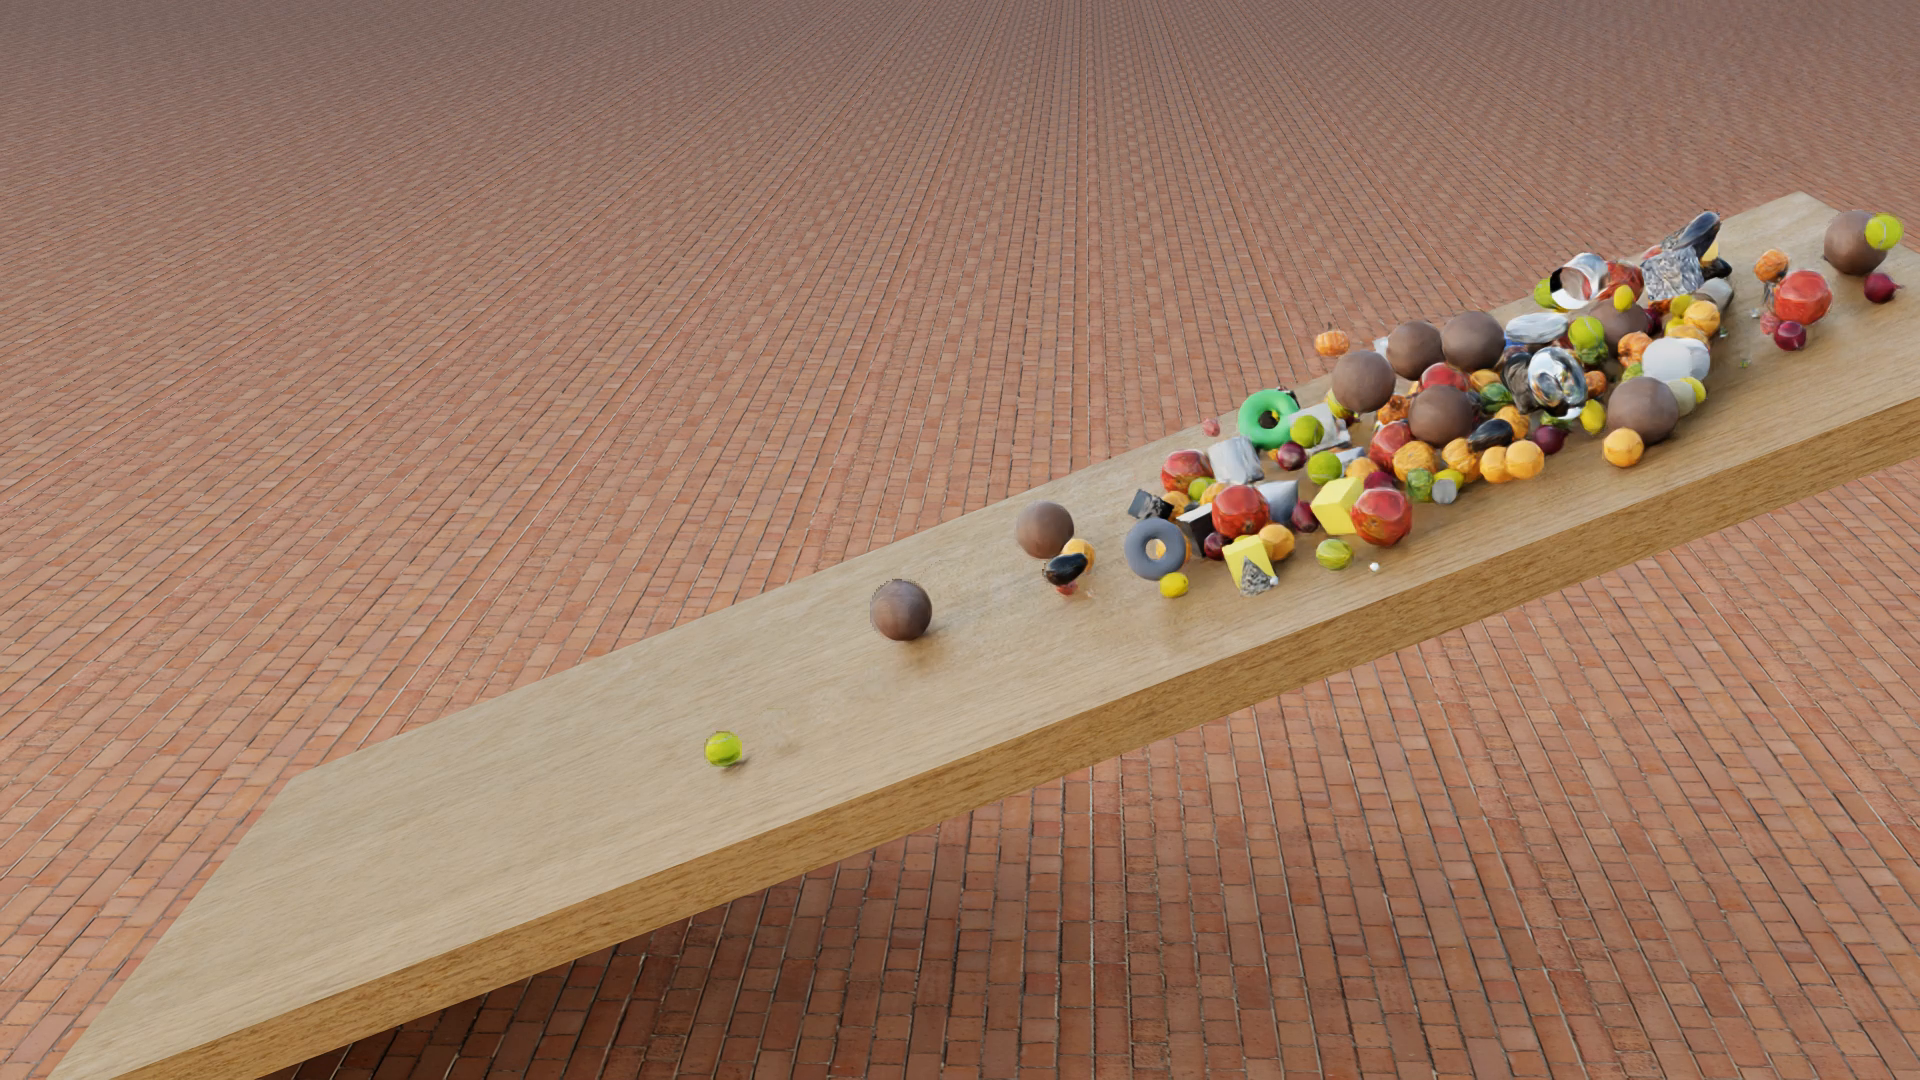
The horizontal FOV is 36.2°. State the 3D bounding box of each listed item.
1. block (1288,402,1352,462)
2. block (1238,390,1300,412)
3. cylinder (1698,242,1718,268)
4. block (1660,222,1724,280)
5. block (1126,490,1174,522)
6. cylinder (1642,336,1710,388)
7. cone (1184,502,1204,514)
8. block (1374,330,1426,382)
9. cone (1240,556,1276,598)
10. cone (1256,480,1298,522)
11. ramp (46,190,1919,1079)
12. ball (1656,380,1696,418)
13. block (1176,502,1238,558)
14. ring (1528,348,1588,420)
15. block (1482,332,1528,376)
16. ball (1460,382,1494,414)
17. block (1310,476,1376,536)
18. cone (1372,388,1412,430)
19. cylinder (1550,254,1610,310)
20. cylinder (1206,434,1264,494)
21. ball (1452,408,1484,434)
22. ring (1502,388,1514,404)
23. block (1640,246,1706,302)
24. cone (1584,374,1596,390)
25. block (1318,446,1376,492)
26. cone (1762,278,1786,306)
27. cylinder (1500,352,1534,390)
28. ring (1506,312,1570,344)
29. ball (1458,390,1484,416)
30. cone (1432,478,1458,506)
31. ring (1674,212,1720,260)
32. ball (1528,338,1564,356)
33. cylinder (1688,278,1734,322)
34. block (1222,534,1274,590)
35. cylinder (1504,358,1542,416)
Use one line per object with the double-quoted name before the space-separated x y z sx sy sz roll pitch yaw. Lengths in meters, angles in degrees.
"block" 0.758 -0.228 6.193 0.092 0.092 0.092 -19 -12 21
"block" 0.713 -0.275 6.696 0.093 0.093 0.093 -31 15 -34
"cylinder" 1.578 -0.608 6.235 0.050 0.050 0.050 1 -12 2
"block" 1.582 -0.617 6.366 0.086 0.086 0.086 27 -48 -35
"block" 0.405 -0.064 6.243 0.059 0.059 0.059 27 0 -38
"cylinder" 1.384 -0.343 5.683 0.100 0.100 0.100 9 12 33
"cone" 0.508 -0.066 6.207 0.057 0.057 0.057 -5 -21 -17
"block" 0.992 -0.416 6.640 0.087 0.087 0.087 -18 -9 15
"cone" 0.553 0.060 5.585 0.073 0.073 0.073 -22 12 5
"cone" 0.655 -0.098 5.897 0.094 0.094 0.094 -7 -25 -26
"ramp" 0.125 0.173 6.289 4.000 0.100 2.000 -21 12 7
"ball" 1.351 -0.267 5.550 0.073 0.073 0.073 0 14 0
"block" 0.504 -0.021 6.006 0.081 0.081 0.081 -25 12 -12
"ring" 1.132 -0.297 5.564 0.145 0.145 0.048 -14 -8 -44
"block" 1.201 -0.411 6.442 0.071 0.071 0.071 -31 12 -31
"ball" 1.072 -0.293 6.094 0.071 0.071 0.071 0 14 0
"block" 0.746 -0.065 5.725 0.077 0.077 0.077 -9 35 49
"cone" 0.921 -0.266 6.391 0.090 0.090 0.090 20 43 -20
"cylinder" 1.286 -0.537 6.103 0.093 0.093 0.093 10 28 34
"cylinder" 0.586 -0.163 6.261 0.099 0.099 0.099 -19 -5 -2
"ball" 1.045 -0.249 6.049 0.065 0.065 0.065 0 14 0
"ring" 1.181 -0.313 6.138 0.105 0.035 0.105 -20 9 3
"block" 1.443 -0.538 5.957 0.083 0.083 0.083 -11 9 43
"cone" 1.236 -0.335 5.982 0.084 0.084 0.084 -35 4 3
"block" 0.787 -0.132 5.978 0.079 0.079 0.079 -16 14 27
"cone" 1.650 -0.511 5.990 0.052 0.052 0.052 -22 24 10
"cylinder" 1.129 -0.318 5.819 0.083 0.083 0.083 -7 30 -26
"ring" 1.188 -0.436 6.056 0.131 0.044 0.131 -8 14 2
"ball" 1.023 -0.273 5.890 0.052 0.052 0.052 0 14 0
"cone" 0.938 -0.091 5.636 0.053 0.053 0.053 9 2 32
"ring" 1.509 -0.613 6.029 0.045 0.136 0.136 38 28 17
"ball" 1.258 -0.410 6.318 0.077 0.077 0.077 0 14 0
"cylinder" 1.575 -0.505 6.168 0.067 0.067 0.067 13 40 41
"block" 0.554 0.042 5.661 0.073 0.073 0.073 -22 12 2
"cylinder" 1.113 -0.301 5.706 0.092 0.092 0.092 -20 -7 -2
